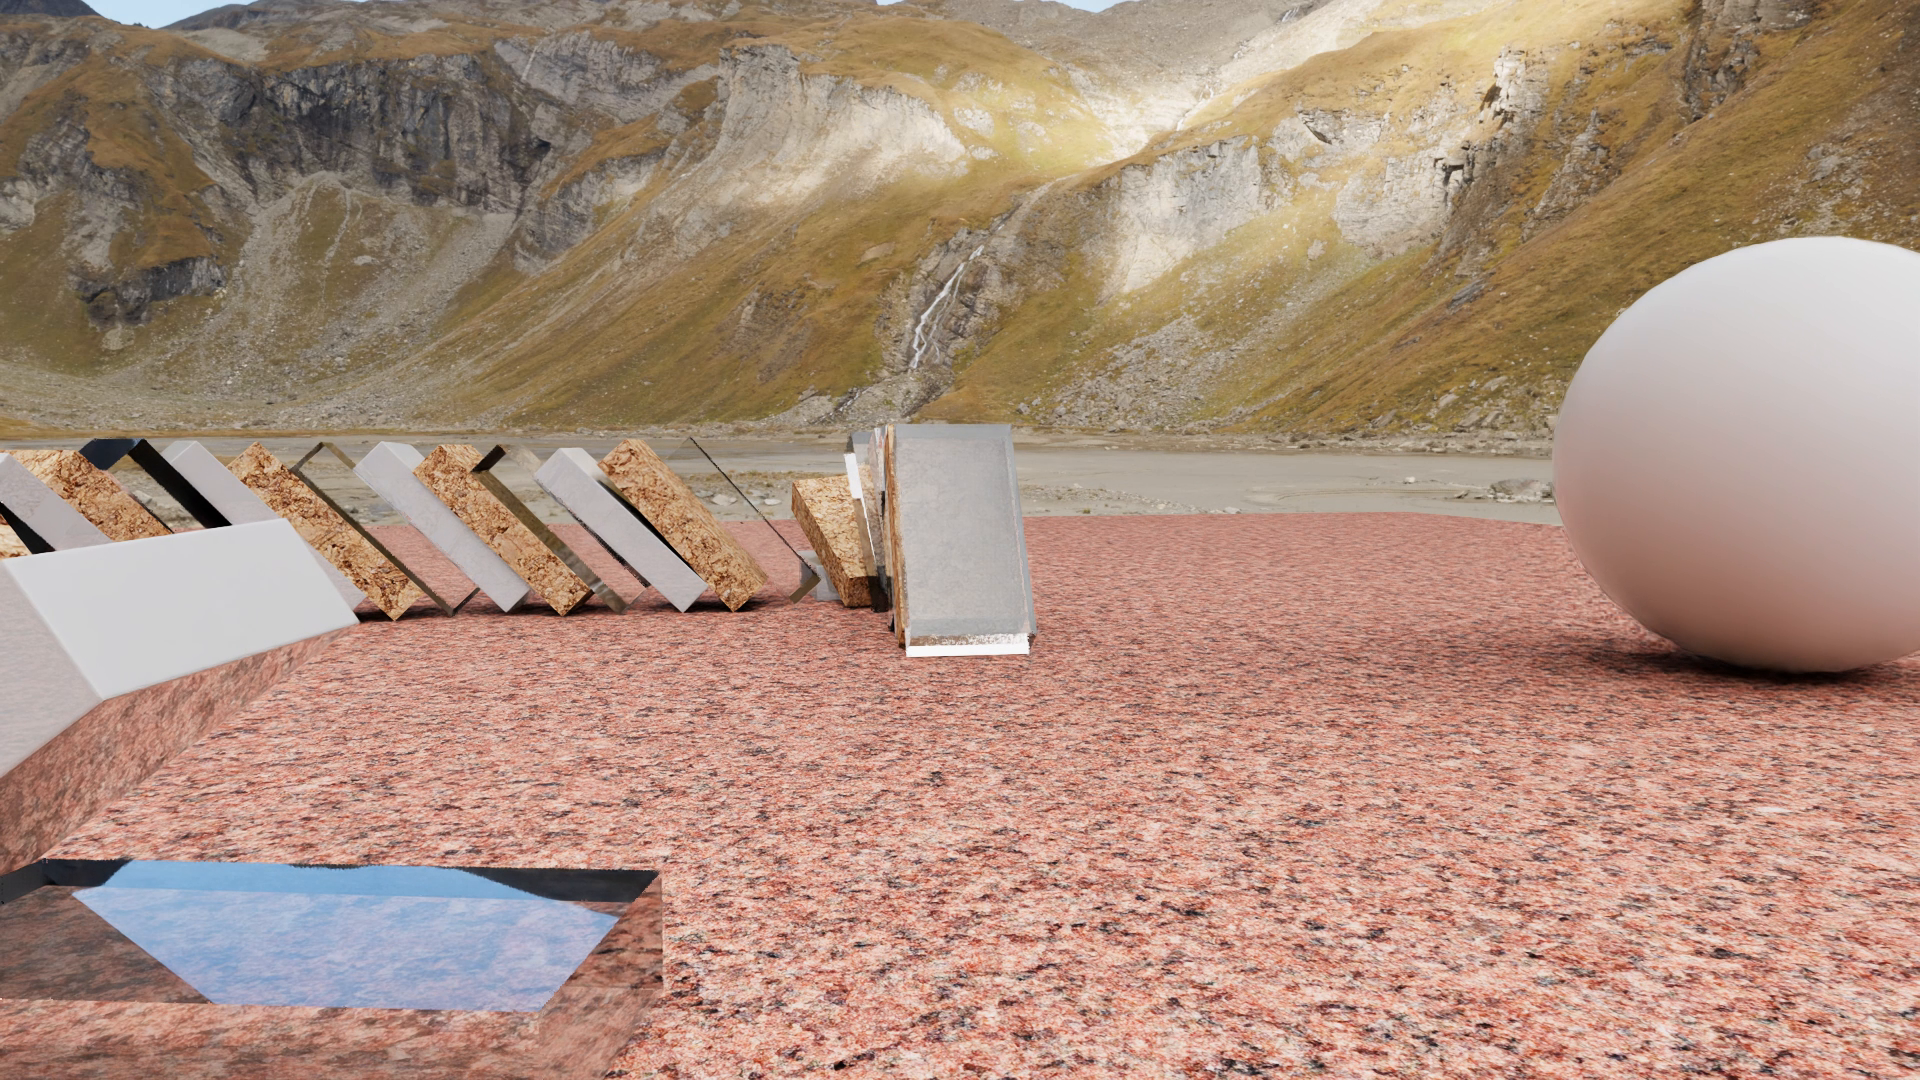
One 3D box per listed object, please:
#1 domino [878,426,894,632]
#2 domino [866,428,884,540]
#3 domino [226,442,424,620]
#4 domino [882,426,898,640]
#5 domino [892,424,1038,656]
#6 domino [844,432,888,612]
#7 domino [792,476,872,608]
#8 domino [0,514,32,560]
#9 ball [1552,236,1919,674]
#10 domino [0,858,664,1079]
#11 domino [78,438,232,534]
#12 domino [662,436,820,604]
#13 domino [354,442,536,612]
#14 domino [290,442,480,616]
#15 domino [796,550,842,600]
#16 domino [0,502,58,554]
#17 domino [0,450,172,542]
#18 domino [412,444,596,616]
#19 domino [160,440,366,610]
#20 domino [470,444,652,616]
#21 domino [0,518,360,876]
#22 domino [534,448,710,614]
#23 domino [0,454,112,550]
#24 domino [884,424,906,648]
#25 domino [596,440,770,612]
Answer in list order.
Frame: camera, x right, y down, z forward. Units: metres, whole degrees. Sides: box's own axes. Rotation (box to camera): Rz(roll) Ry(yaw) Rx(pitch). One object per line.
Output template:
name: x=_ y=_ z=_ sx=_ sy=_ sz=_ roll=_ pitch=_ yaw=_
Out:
domino: x=-0.005 y=-0.003 z=0.301 sx=0.025 sy=0.050 sz=0.010 roll=-1 pitch=-30 yaw=-9
domino: x=-0.007 y=-0.005 z=0.326 sx=0.025 sy=0.050 sz=0.009 roll=-1 pitch=-30 yaw=-19
domino: x=-0.154 y=-0.002 z=0.310 sx=0.009 sy=0.050 sz=0.025 roll=-48 pitch=25 yaw=-18
domino: x=-0.003 y=-0.003 z=0.290 sx=0.025 sy=0.050 sz=0.010 roll=-1 pitch=-30 yaw=-9
domino: x=0.000 y=-0.001 z=0.267 sx=0.025 sy=0.050 sz=0.010 roll=-1 pitch=-30 yaw=-9
domino: x=-0.014 y=-0.006 z=0.337 sx=0.025 sy=0.050 sz=0.009 roll=-1 pitch=-33 yaw=-19
domino: x=-0.027 y=-0.001 z=0.354 sx=0.025 sy=0.010 sz=0.050 roll=-8 pitch=35 yaw=-23
domino: x=-0.088 y=0.016 z=0.084 sx=0.050 sy=0.010 sz=0.025 roll=-42 pitch=-5 yaw=12
ball: x=0.154 y=-0.015 z=0.238 sx=0.080 sy=0.080 sz=0.080 roll=0 pitch=4 yaw=0
domino: x=-0.049 y=0.031 z=0.089 sx=0.050 sy=0.010 sz=0.025 roll=0 pitch=4 yaw=3
domino: x=-0.171 y=-0.001 z=0.285 sx=0.025 sy=0.050 sz=0.010 roll=3 pitch=47 yaw=36
domino: x=-0.059 y=-0.006 z=0.344 sx=0.010 sy=0.050 sz=0.025 roll=-43 pitch=12 yaw=-7
domino: x=-0.128 y=-0.004 z=0.327 sx=0.009 sy=0.050 sz=0.025 roll=-45 pitch=7 yaw=-4
domino: x=-0.142 y=-0.003 z=0.320 sx=0.010 sy=0.050 sz=0.025 roll=-46 pitch=17 yaw=-12
domino: x=-0.033 y=0.010 z=0.375 sx=0.025 sy=0.010 sz=0.050 roll=-1 pitch=4 yaw=-13
domino: x=-0.182 y=0.004 z=0.238 sx=0.025 sy=0.009 sz=0.050 roll=1 pitch=-38 yaw=13
domino: x=-0.176 y=0.002 z=0.269 sx=0.025 sy=0.010 sz=0.050 roll=2 pitch=-39 yaw=24
domino: x=-0.113 y=-0.003 z=0.326 sx=0.010 sy=0.050 sz=0.025 roll=-45 pitch=6 yaw=0
domino: x=-0.164 y=-0.001 z=0.299 sx=0.025 sy=0.050 sz=0.009 roll=5 pitch=49 yaw=49
domino: x=-0.100 y=-0.003 z=0.328 sx=0.009 sy=0.050 sz=0.025 roll=-45 pitch=6 yaw=0
domino: x=-0.069 y=0.018 z=0.087 sx=0.050 sy=0.009 sz=0.025 roll=-34 pitch=2 yaw=9
domino: x=-0.085 y=-0.003 z=0.332 sx=0.050 sy=0.010 sz=0.025 roll=44 pitch=0 yaw=-6
domino: x=-0.180 y=0.003 z=0.254 sx=0.025 sy=0.010 sz=0.050 roll=2 pitch=-38 yaw=19
domino: x=-0.002 y=-0.002 z=0.278 sx=0.025 sy=0.050 sz=0.009 roll=-1 pitch=-30 yaw=-9
domino: x=-0.071 y=-0.004 z=0.334 sx=0.010 sy=0.050 sz=0.025 roll=-42 pitch=6 yaw=0
